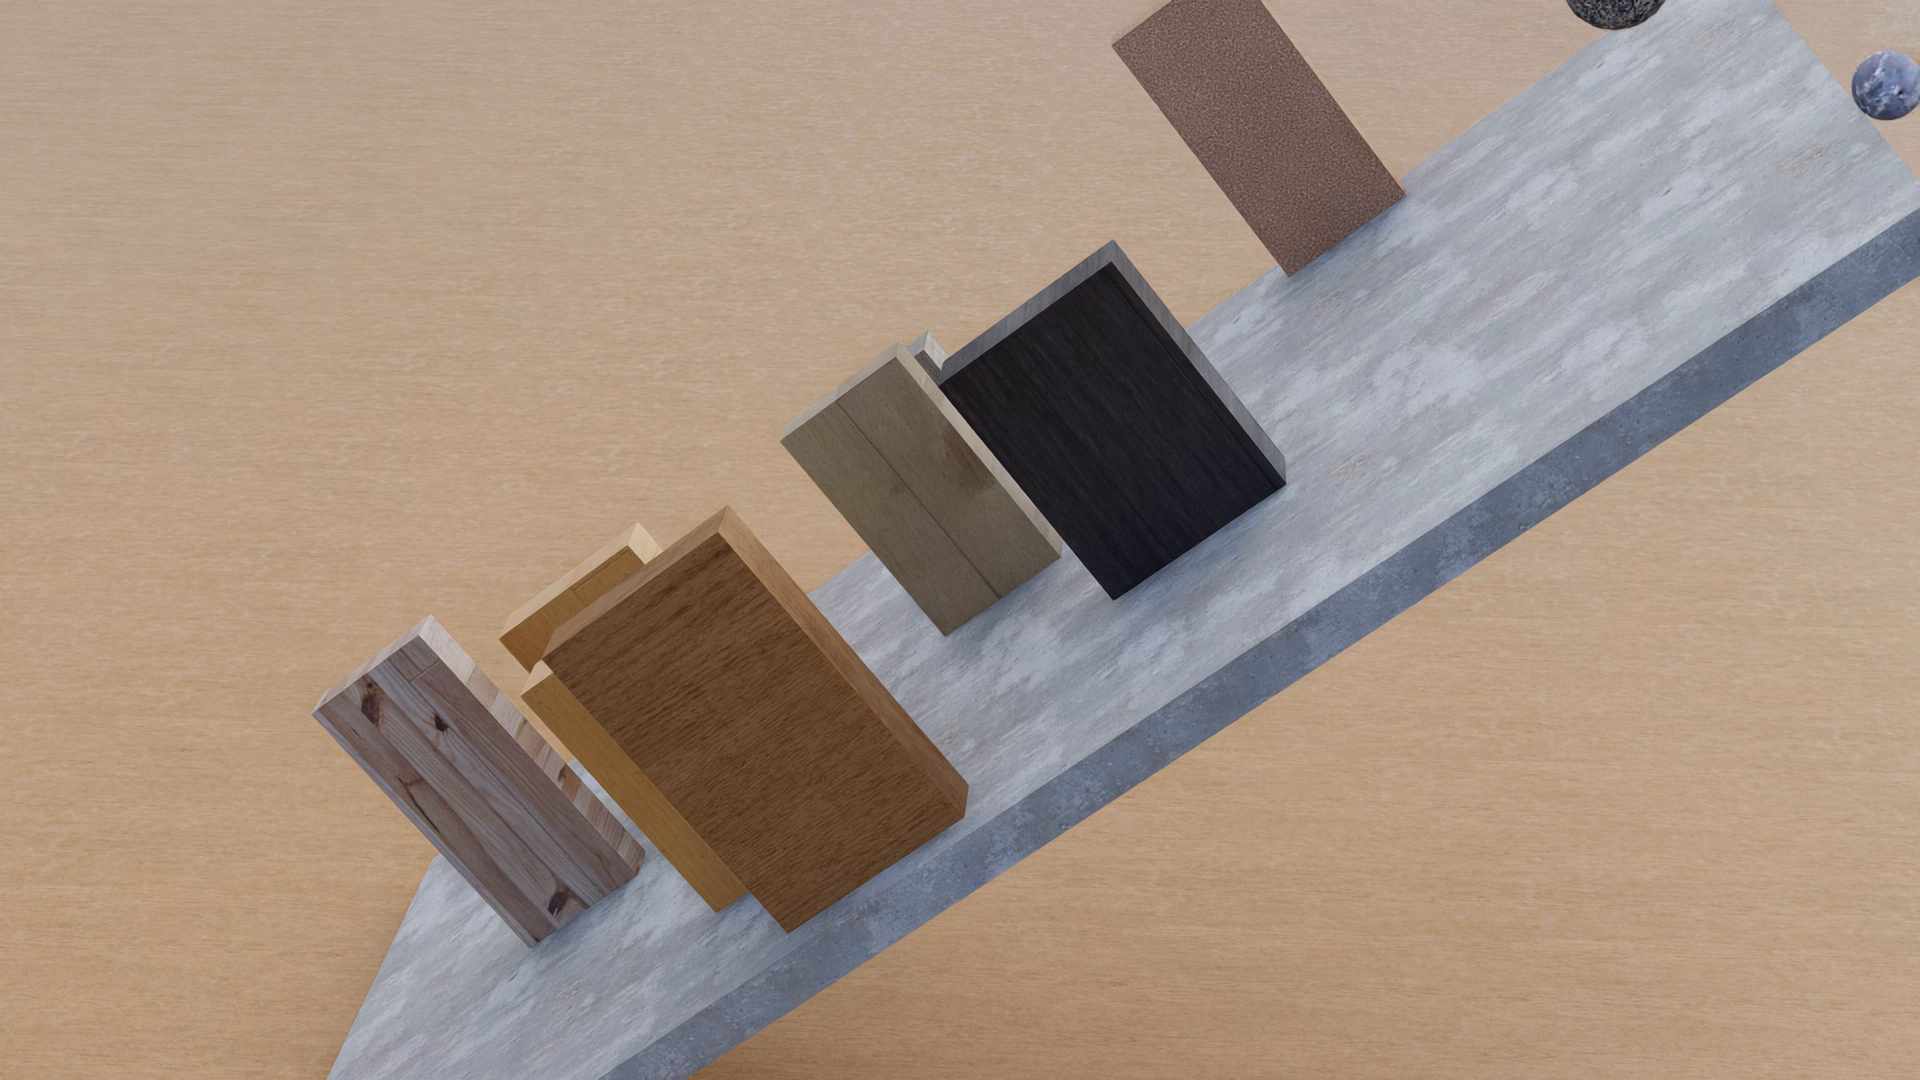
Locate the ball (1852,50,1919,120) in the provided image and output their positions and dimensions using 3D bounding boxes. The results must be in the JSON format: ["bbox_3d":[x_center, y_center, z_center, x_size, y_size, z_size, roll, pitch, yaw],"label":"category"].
[{"bbox_3d":[1.688,-0.827,5.351,0.126,0.126,0.126,0,23,0],"label":"ball"}]

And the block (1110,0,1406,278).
[{"bbox_3d":[0.687,-0.973,6.754,0.330,0.689,0.082,-35,16,17],"label":"block"}]

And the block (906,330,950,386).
[{"bbox_3d":[-0.046,-0.223,6.833,0.267,0.440,0.137,-35,16,17],"label":"block"}]

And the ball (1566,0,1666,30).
[{"bbox_3d":[1.237,-1.067,5.542,0.209,0.209,0.209,0,23,0],"label":"ball"}]

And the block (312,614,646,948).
[{"bbox_3d":[-1.063,0.541,6.525,0.323,0.729,0.109,-35,16,17],"label":"block"}]

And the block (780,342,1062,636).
[{"bbox_3d":[-0.080,-0.107,6.347,0.319,0.571,0.102,-35,16,17],"label":"block"}]

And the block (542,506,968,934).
[{"bbox_3d":[-0.377,0.343,5.510,0.428,0.719,0.129,-35,16,17],"label":"block"}]

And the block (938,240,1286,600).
[{"bbox_3d":[0.303,-0.233,5.815,0.425,0.570,0.145,-35,16,17],"label":"block"}]

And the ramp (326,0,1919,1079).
[{"bbox_3d":[0.126,0.181,6.329,4.000,0.100,2.000,-35,16,17],"label":"ramp"}]

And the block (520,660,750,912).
[{"bbox_3d":[-0.533,0.404,5.909,0.368,0.608,0.149,-35,16,17],"label":"block"}]

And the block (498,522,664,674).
[{"bbox_3d":[-0.740,0.289,6.853,0.398,0.529,0.136,-35,16,17],"label":"block"}]
